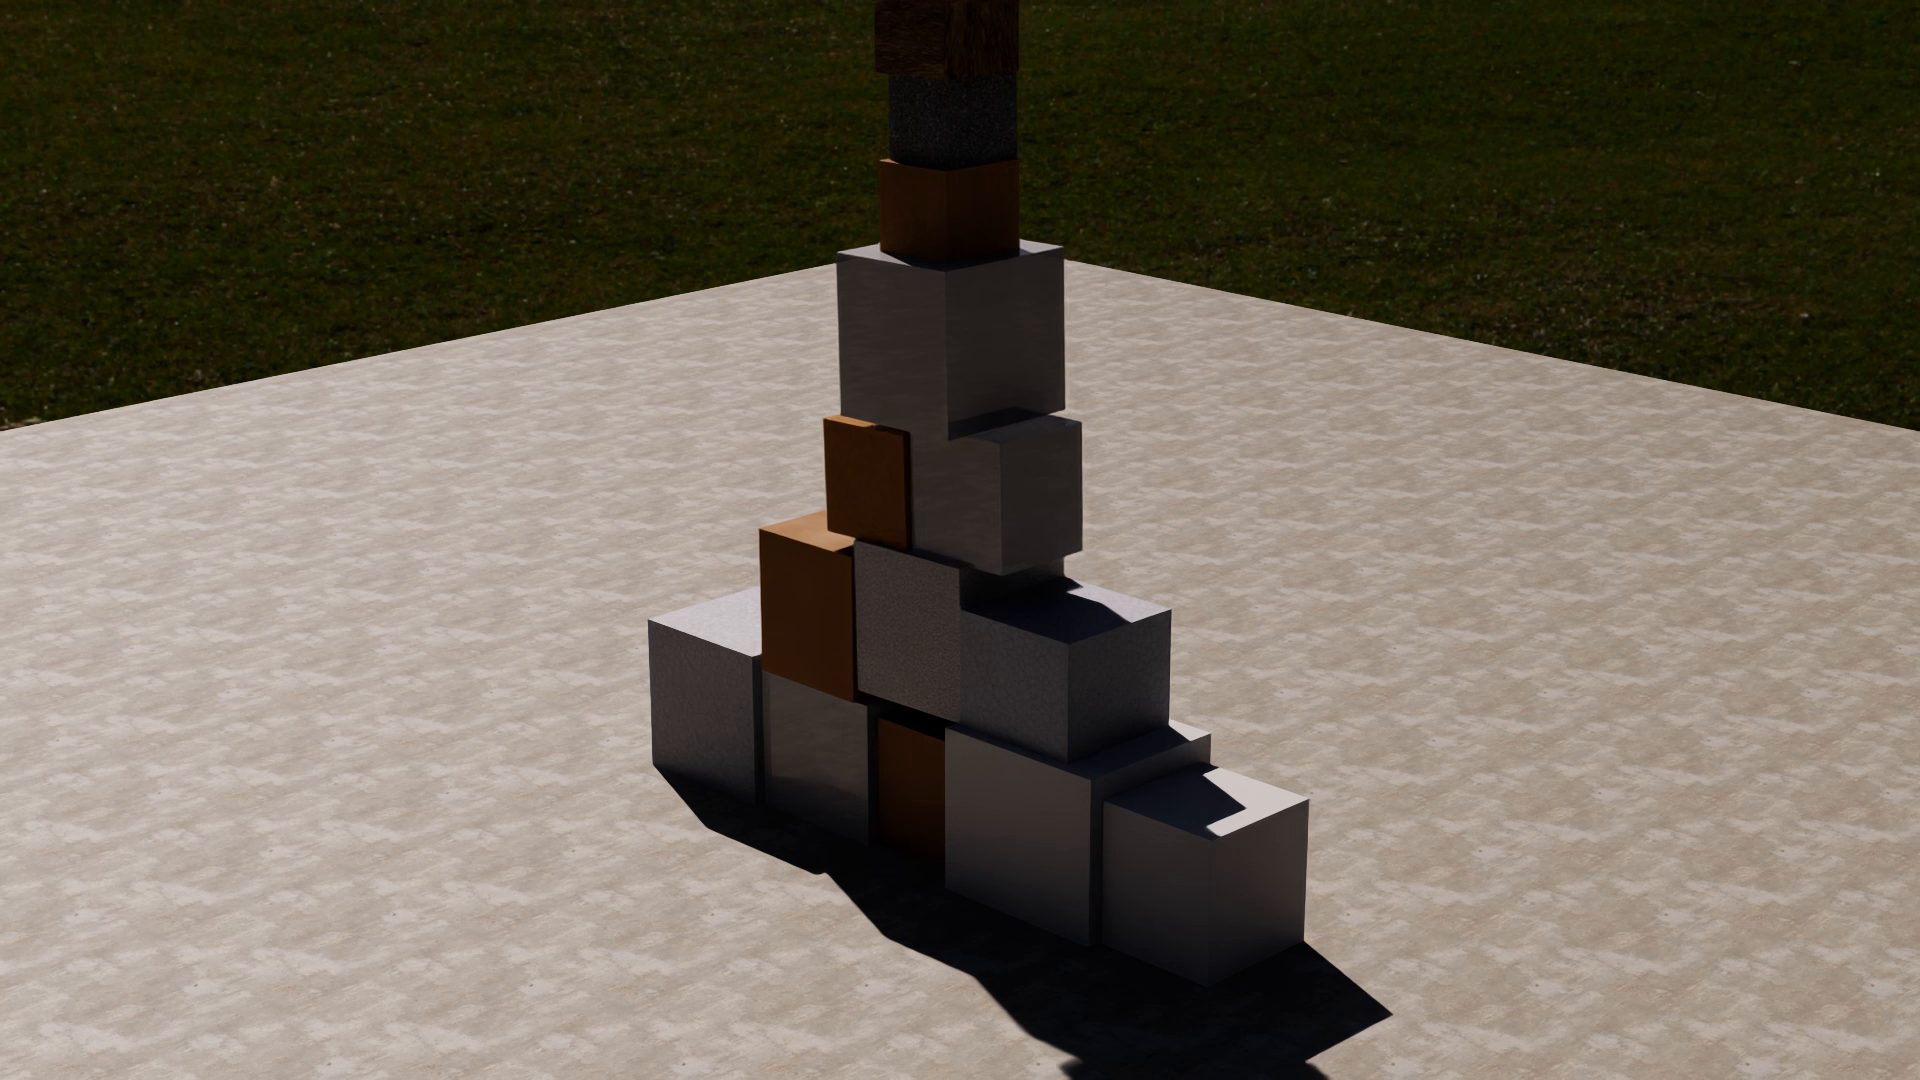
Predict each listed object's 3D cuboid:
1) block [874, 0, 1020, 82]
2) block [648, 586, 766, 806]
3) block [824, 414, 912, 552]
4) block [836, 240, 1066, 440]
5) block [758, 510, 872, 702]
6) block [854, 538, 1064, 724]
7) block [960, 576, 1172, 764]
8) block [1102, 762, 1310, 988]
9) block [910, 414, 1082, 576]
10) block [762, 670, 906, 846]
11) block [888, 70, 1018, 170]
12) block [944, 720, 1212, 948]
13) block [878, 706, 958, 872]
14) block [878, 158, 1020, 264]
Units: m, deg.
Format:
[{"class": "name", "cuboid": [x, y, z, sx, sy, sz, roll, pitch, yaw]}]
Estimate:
[{"class": "block", "cuboid": [-0.057, -2.250, 12.668, 0.422, 0.448, 0.461, 16, 23, 43]}, {"class": "block", "cuboid": [-0.990, 0.759, 14.640, 0.792, 0.773, 0.784, -17, 24, -42]}, {"class": "block", "cuboid": [-0.213, -0.318, 13.482, 0.618, 0.534, 0.527, -17, 22, -42]}, {"class": "block", "cuboid": [-0.036, -0.929, 13.072, 0.743, 0.743, 0.685, -17, 23, -42]}, {"class": "block", "cuboid": [-0.472, 0.275, 13.941, 0.639, 0.708, 0.705, 16, 24, 42]}, {"class": "block", "cuboid": [0.000, 0.340, 13.471, 0.674, 0.727, 0.680, -17, 23, -42]}, {"class": "block", "cuboid": [0.468, 0.567, 13.018, 0.667, 0.550, 0.652, -17, 24, -42]}, {"class": "block", "cuboid": [1.057, 1.432, 12.671, 0.646, 0.670, 0.607, -17, 24, -42]}, {"class": "block", "cuboid": [0.163, -0.236, 13.077, 0.516, 0.596, 0.563, -17, 23, -42]}, {"class": "block", "cuboid": [-0.460, 0.958, 14.120, 0.646, 0.703, 0.734, -17, 24, -42]}, {"class": "block", "cuboid": [-0.029, -1.858, 12.812, 0.418, 0.386, 0.372, -17, 23, -42]}, {"class": "block", "cuboid": [0.524, 1.219, 13.164, 0.789, 0.781, 0.883, -17, 24, -42]}, {"class": "block", "cuboid": [0.002, 1.131, 13.677, 0.518, 0.641, 0.567, -17, 24, -42]}, {"class": "block", "cuboid": [-0.046, -1.477, 12.906, 0.455, 0.398, 0.419, -17, 23, -42]}]
